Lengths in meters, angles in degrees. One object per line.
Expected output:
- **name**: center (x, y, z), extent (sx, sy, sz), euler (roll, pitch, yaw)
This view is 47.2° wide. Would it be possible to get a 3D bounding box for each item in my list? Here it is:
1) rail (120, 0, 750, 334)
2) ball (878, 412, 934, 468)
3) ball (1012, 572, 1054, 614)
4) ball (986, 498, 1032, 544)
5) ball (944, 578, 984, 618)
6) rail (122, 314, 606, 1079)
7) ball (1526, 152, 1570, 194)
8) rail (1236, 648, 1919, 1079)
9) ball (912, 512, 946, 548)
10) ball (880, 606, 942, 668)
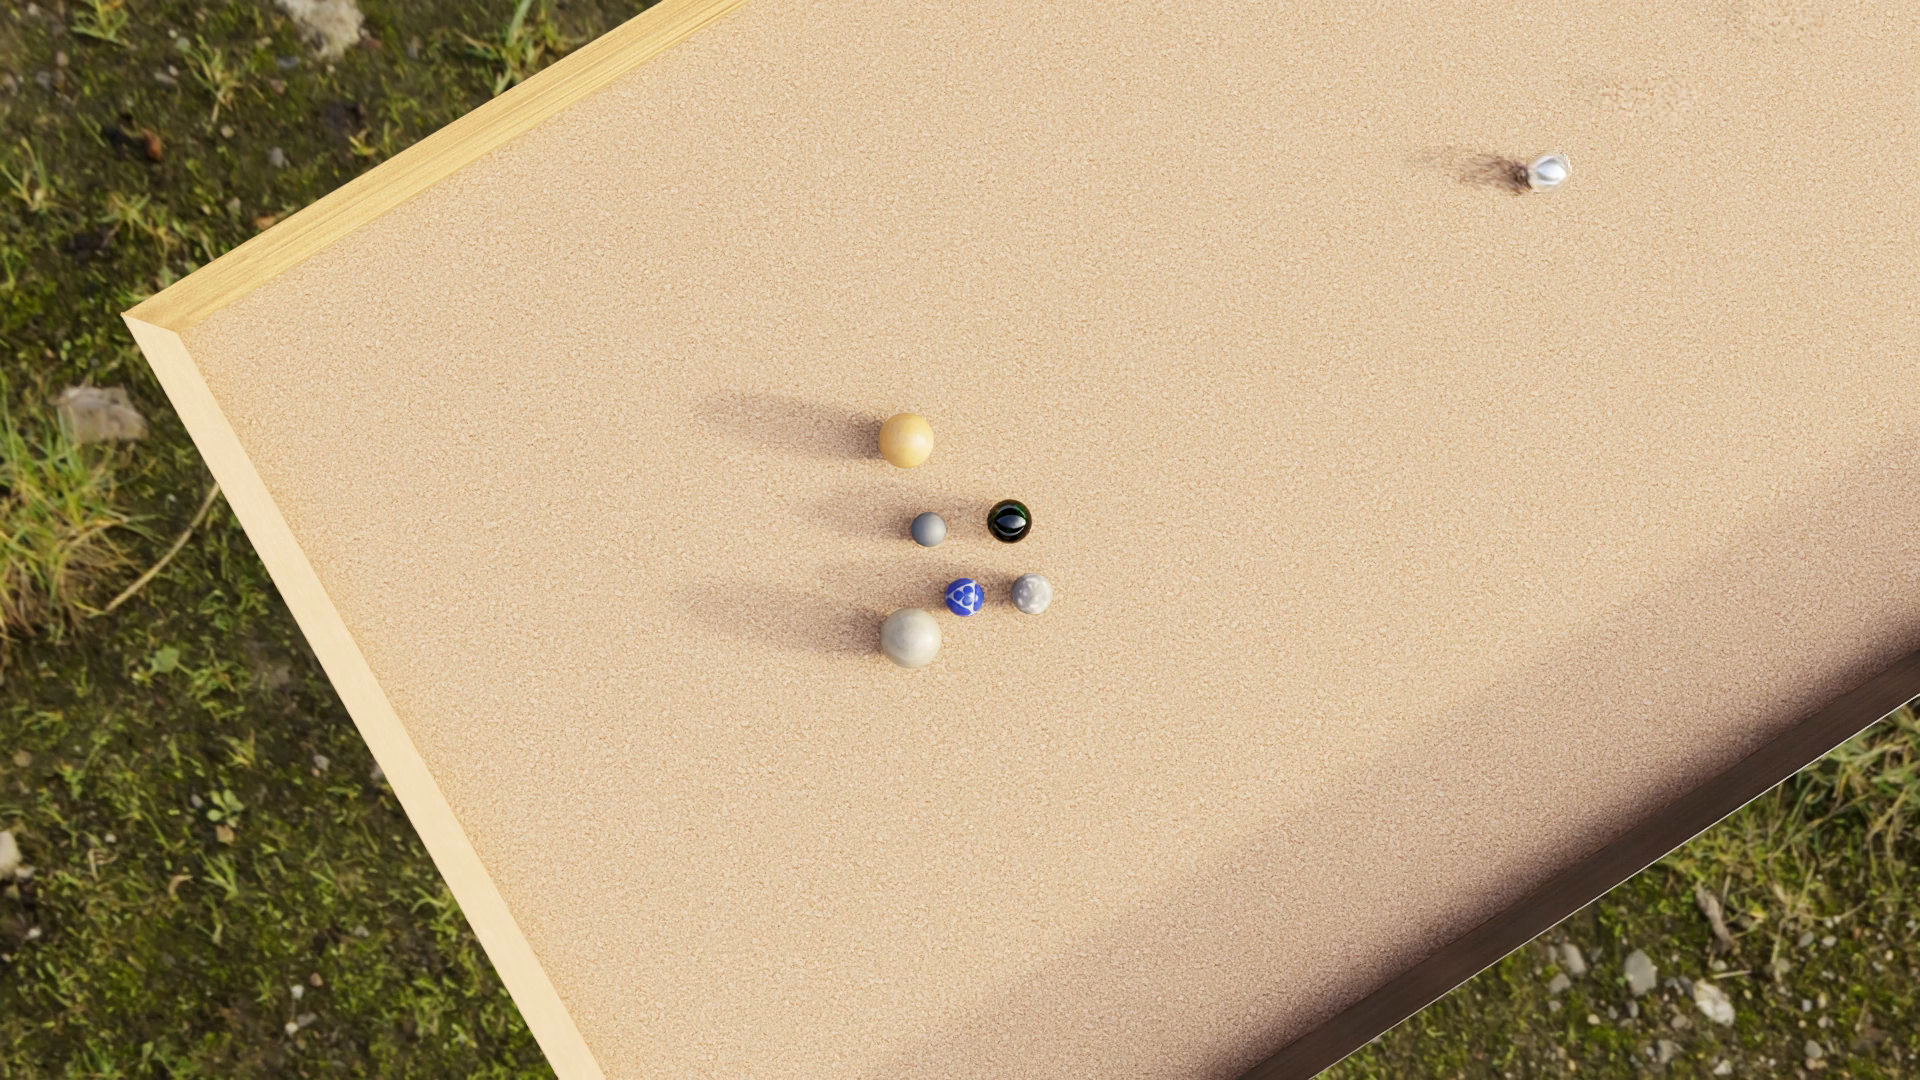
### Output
- **rail**: center (0.289, -1.214, 3.395), extent (3.530, 0.119, 0.045), euler (-31, 84, -4)
- **ball**: center (-0.080, -0.148, 3.274), extent (0.083, 0.083, 0.083), euler (0, 83, 0)
- **ball**: center (0.107, 0.079, 3.255), extent (0.062, 0.062, 0.062), euler (0, 83, 0)
- **ball**: center (0.074, -0.028, 3.266), extent (0.068, 0.068, 0.068), euler (0, 83, 0)
- **ball**: center (0.007, 0.085, 3.256), extent (0.059, 0.059, 0.059), euler (0, 83, 0)
- **rail**: center (-0.733, 0.440, 3.178), extent (0.045, 0.119, 1.832), euler (-31, 84, -4)
- **ball**: center (0.892, -0.558, 3.338), extent (0.064, 0.064, 0.064), euler (0, 83, 0)
- **rail**: center (1.218, 0.297, 3.197), extent (3.530, 0.119, 0.045), euler (-31, 84, -4)
- **ball**: center (-0.046, -0.015, 3.272), extent (0.053, 0.053, 0.053), euler (0, 83, 0)
- **ball**: center (-0.072, 0.144, 3.232), extent (0.091, 0.091, 0.091), euler (0, 83, 0)
